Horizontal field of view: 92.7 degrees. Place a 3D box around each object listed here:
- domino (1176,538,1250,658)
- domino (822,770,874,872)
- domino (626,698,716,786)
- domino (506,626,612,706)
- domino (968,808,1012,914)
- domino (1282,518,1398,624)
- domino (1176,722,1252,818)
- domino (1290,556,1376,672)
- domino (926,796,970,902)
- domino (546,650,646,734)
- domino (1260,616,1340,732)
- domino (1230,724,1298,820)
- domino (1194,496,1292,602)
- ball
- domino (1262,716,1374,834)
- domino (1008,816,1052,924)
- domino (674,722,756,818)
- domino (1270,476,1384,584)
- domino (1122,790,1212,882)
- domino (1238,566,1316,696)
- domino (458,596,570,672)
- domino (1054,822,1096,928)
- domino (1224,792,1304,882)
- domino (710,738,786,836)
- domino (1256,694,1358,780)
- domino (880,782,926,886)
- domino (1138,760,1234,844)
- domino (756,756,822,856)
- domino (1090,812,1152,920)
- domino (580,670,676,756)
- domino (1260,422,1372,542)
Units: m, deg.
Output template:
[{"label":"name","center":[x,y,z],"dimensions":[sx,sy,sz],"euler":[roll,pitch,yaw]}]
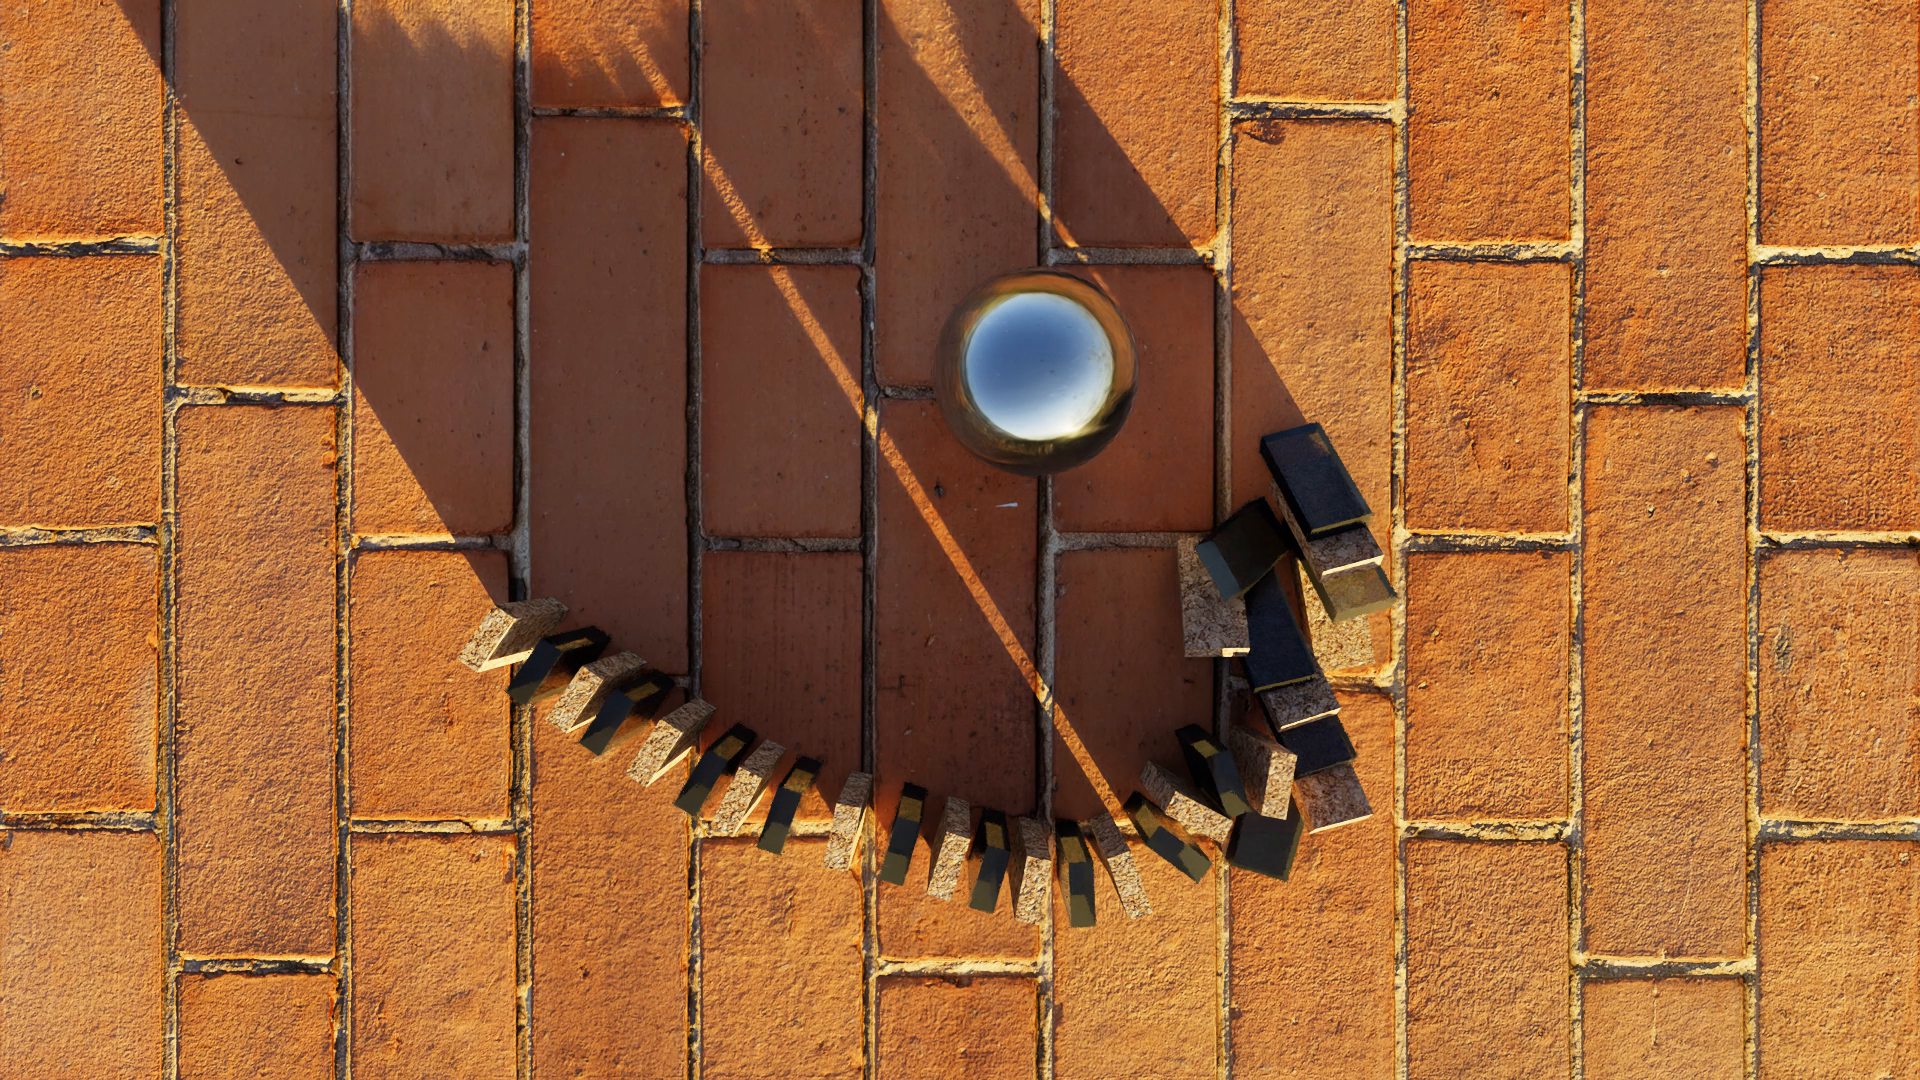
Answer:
[{"label":"domino","center":[0.105,0.023,0.382],"dimensions":[0.025,0.009,0.050],"euler":[-2,62,9]},{"label":"domino","center":[-0.045,0.114,0.375],"dimensions":[0.009,0.050,0.025],"euler":[12,90,0]},{"label":"domino","center":[-0.117,0.081,0.375],"dimensions":[0.010,0.050,0.025],"euler":[33,90,0]},{"label":"domino","center":[-0.163,0.050,0.375],"dimensions":[0.010,0.050,0.025],"euler":[35,90,0]},{"label":"domino","center":[0.012,0.130,0.375],"dimensions":[0.009,0.050,0.025],"euler":[16,90,0]},{"label":"domino","center":[0.157,0.008,0.382],"dimensions":[0.025,0.009,0.050],"euler":[-15,56,0]},{"label":"domino","center":[0.103,0.093,0.375],"dimensions":[0.009,0.050,0.025],"euler":[-21,90,0]},{"label":"domino","center":[0.160,0.030,0.395],"dimensions":[0.025,0.010,0.050],"euler":[-10,90,0]},{"label":"domino","center":[-0.004,0.125,0.375],"dimensions":[0.009,0.050,0.025],"euler":[18,90,0]},{"label":"domino","center":[-0.148,0.061,0.375],"dimensions":[0.009,0.050,0.025],"euler":[34,90,0]},{"label":"domino","center":[0.135,0.052,0.384],"dimensions":[0.025,0.009,0.050],"euler":[-18,62,0]},{"label":"domino","center":[0.122,0.094,0.375],"dimensions":[0.010,0.050,0.025],"euler":[10,90,0]},{"label":"domino","center":[0.118,0.003,0.379],"dimensions":[0.050,0.009,0.025],"euler":[-30,90,-43]},{"label":"ball","center":[0.030,-0.065,0.360],"dimensions":[0.080,0.080,0.080],"euler":[0,90,0]},{"label":"domino","center":[0.149,0.094,0.383],"dimensions":[0.025,0.010,0.050],"euler":[-13,62,-3]},{"label":"domino","center":[0.028,0.134,0.375],"dimensions":[0.010,0.050,0.025],"euler":[11,90,0]},{"label":"domino","center":[-0.099,0.093,0.375],"dimensions":[0.009,0.050,0.025],"euler":[31,90,0]},{"label":"domino","center":[0.152,-0.008,0.382],"dimensions":[0.025,0.010,0.050],"euler":[-15,56,0]},{"label":"domino","center":[0.084,0.120,0.375],"dimensions":[0.025,0.050,0.009],"euler":[36,90,0]},{"label":"domino","center":[0.127,0.037,0.382],"dimensions":[0.025,0.010,0.050],"euler":[-13,61,3]},{"label":"domino","center":[-0.181,0.038,0.375],"dimensions":[0.010,0.050,0.025],"euler":[35,90,0]},{"label":"domino","center":[0.047,0.136,0.375],"dimensions":[0.009,0.050,0.025],"euler":[-3,90,0]},{"label":"domino","center":[0.135,0.118,0.395],"dimensions":[0.025,0.010,0.050],"euler":[16,90,0]},{"label":"domino","center":[-0.086,0.100,0.375],"dimensions":[0.010,0.050,0.025],"euler":[27,90,0]},{"label":"domino","center":[0.142,0.072,0.384],"dimensions":[0.025,0.010,0.050],"euler":[-17,62,-1]},{"label":"domino","center":[-0.023,0.119,0.375],"dimensions":[0.010,0.050,0.025],"euler":[16,90,0]},{"label":"domino","center":[0.091,0.106,0.375],"dimensions":[0.025,0.050,0.009],"euler":[28,90,0]},{"label":"domino","center":[-0.069,0.107,0.375],"dimensions":[0.010,0.050,0.025],"euler":[20,90,0]},{"label":"domino","center":[0.065,0.132,0.375],"dimensions":[0.009,0.050,0.025],"euler":[-19,90,0]},{"label":"domino","center":[-0.135,0.070,0.375],"dimensions":[0.009,0.050,0.025],"euler":[34,90,0]},{"label":"domino","center":[0.147,-0.025,0.382],"dimensions":[0.025,0.009,0.050],"euler":[-15,56,0]}]
